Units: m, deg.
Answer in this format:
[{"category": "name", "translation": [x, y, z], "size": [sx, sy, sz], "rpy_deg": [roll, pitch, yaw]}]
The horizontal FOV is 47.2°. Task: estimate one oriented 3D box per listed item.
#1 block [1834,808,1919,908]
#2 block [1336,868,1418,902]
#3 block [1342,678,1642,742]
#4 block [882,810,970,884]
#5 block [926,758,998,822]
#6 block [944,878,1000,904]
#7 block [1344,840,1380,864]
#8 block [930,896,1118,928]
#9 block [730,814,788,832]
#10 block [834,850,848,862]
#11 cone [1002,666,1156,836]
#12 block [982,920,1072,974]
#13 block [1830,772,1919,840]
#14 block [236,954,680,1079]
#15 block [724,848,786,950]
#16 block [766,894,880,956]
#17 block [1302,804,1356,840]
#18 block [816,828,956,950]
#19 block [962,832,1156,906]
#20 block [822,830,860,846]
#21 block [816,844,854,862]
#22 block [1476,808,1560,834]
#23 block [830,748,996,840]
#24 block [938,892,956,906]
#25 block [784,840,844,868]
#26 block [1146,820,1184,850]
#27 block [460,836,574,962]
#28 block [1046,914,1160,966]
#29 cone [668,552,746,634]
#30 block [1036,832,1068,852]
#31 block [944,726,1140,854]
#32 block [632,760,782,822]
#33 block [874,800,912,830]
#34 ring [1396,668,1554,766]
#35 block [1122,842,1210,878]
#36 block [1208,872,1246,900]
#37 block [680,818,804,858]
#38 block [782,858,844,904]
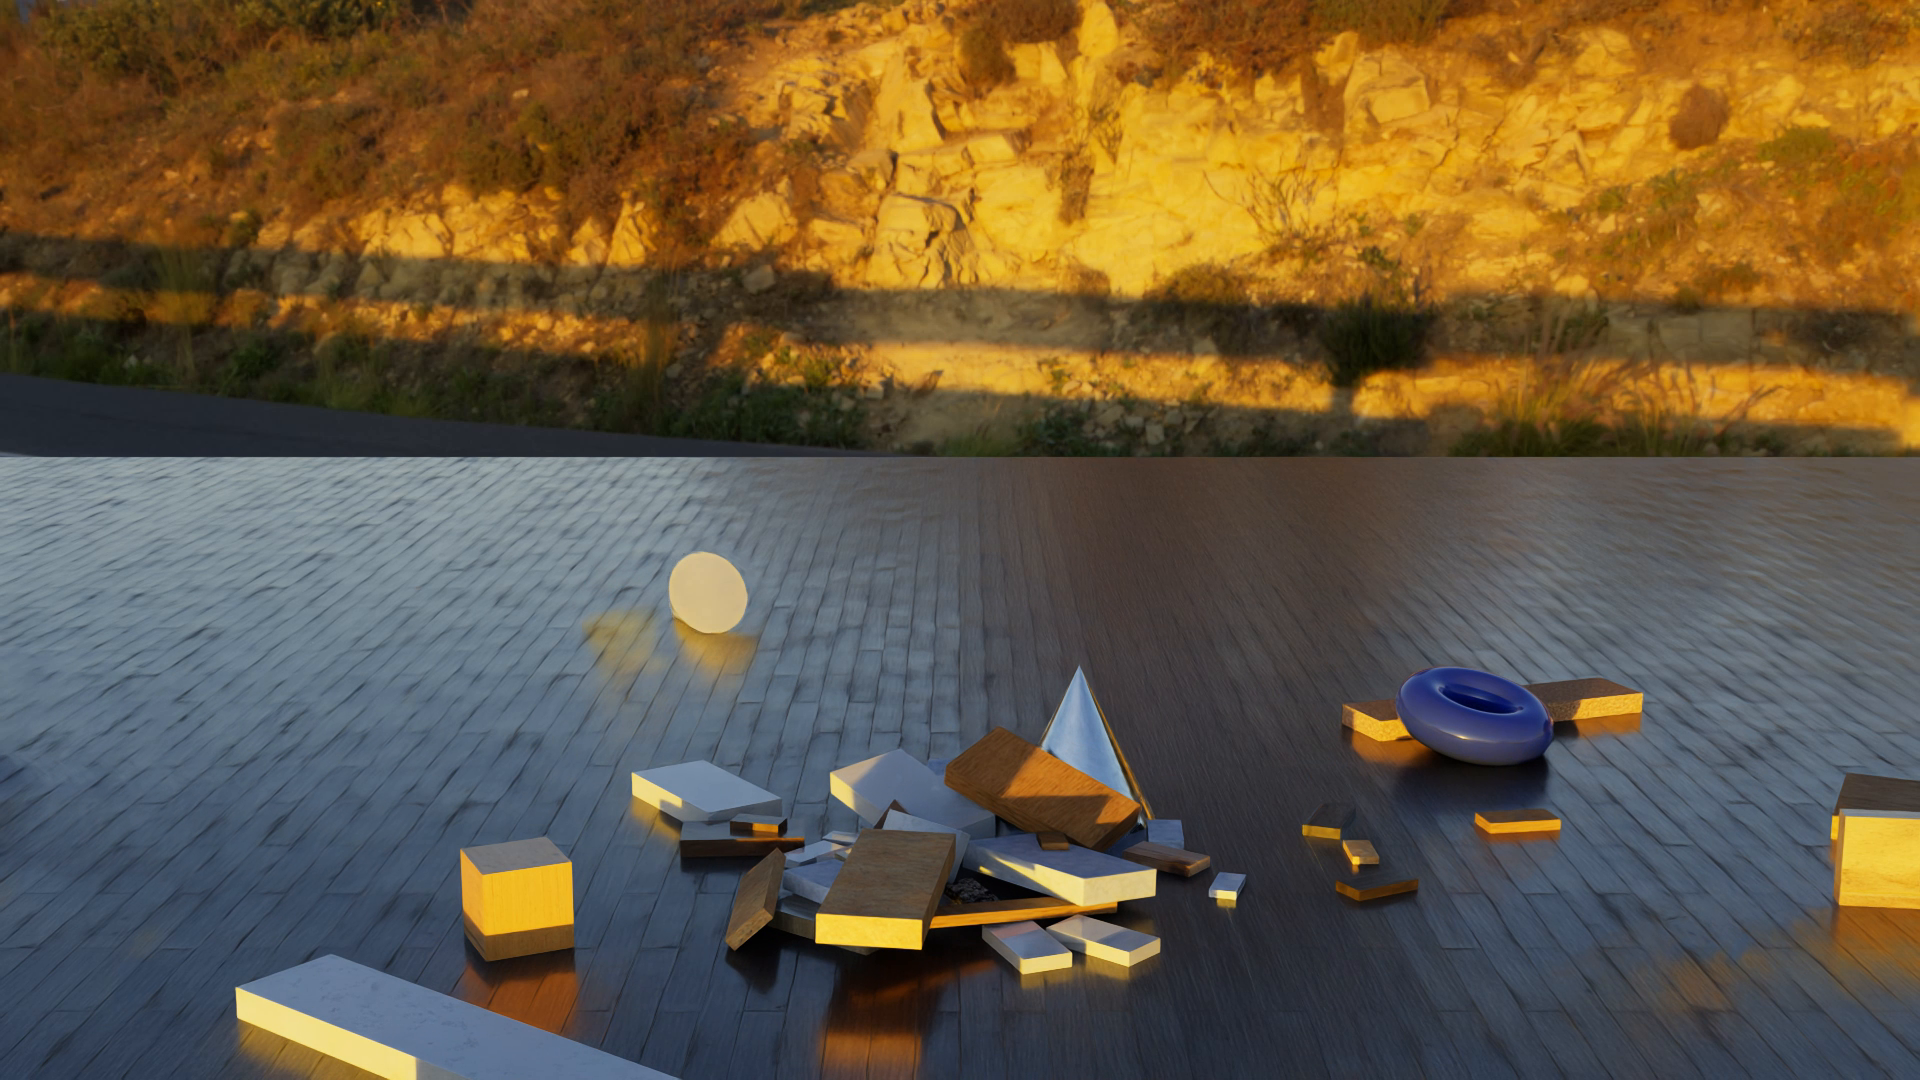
[{"category": "block", "translation": [1.598, 0.526, 3.599], "size": [0.303, 0.152, 0.043], "rpy_deg": [2, 11, 9]}, {"category": "block", "translation": [0.699, 0.578, 3.687], "size": [0.124, 0.018, 0.062], "rpy_deg": [-6, 12, -28]}, {"category": "block", "translation": [1.157, 0.364, 4.767], "size": [0.662, 0.043, 0.152], "rpy_deg": [-4, 11, -21]}, {"category": "block", "translation": [-0.067, 0.525, 3.772], "size": [0.177, 0.089, 0.025], "rpy_deg": [10, -14, 44]}, {"category": "block", "translation": [0.002, 0.478, 4.151], "size": [0.153, 0.043, 0.307], "rpy_deg": [1, 11, 5]}, {"category": "block", "translation": [0.034, 0.586, 3.548], "size": [0.057, 0.016, 0.113], "rpy_deg": [-11, 34, -45]}, {"category": "block", "translation": [0.704, 0.548, 3.861], "size": [0.046, 0.013, 0.092], "rpy_deg": [0, 11, -1]}, {"category": "block", "translation": [0.037, 0.589, 3.473], "size": [0.456, 0.018, 0.062], "rpy_deg": [0, 5, -27]}, {"category": "block", "translation": [-0.360, 0.505, 3.925], "size": [0.092, 0.013, 0.046], "rpy_deg": [3, 11, 16]}, {"category": "block", "translation": [-0.160, 0.565, 3.647], "size": [0.016, 0.057, 0.159], "rpy_deg": [-7, 13, -33]}, {"category": "cone", "translation": [0.219, 0.371, 4.063], "size": [0.287, 0.287, 0.287], "rpy_deg": [0, 11, 0]}, {"category": "block", "translation": [0.103, 0.627, 3.404], "size": [0.081, 0.023, 0.162], "rpy_deg": [-4, 11, -22]}, {"category": "block", "translation": [1.700, 0.497, 4.050], "size": [0.152, 0.043, 0.303], "rpy_deg": [5, 12, 26]}, {"category": "block", "translation": [-0.618, 0.702, 2.936], "size": [0.927, 0.047, 0.165], "rpy_deg": [8, 13, 37]}, {"category": "block", "translation": [-0.328, 0.576, 3.549], "size": [0.081, 0.023, 0.291], "rpy_deg": [-41, 8, 7]}, {"category": "block", "translation": [-0.197, 0.606, 3.499], "size": [0.217, 0.031, 0.108], "rpy_deg": [8, 13, 37]}, {"category": "block", "translation": [0.676, 0.515, 4.023], "size": [0.068, 0.019, 0.136], "rpy_deg": [4, 11, 21]}, {"category": "block", "translation": [-0.110, 0.543, 3.460], "size": [0.157, 0.044, 0.462], "rpy_deg": [2, 9, 6]}, {"category": "block", "translation": [0.163, 0.548, 3.676], "size": [0.157, 0.044, 0.314], "rpy_deg": [-1, 5, -38]}, {"category": "block", "translation": [-0.195, 0.537, 3.921], "size": [0.092, 0.013, 0.046], "rpy_deg": [4, 11, 22]}, {"category": "block", "translation": [-0.150, 0.547, 3.751], "size": [0.177, 0.025, 0.089], "rpy_deg": [-2, 5, 41]}, {"category": "block", "translation": [1.021, 0.514, 4.025], "size": [0.136, 0.019, 0.068], "rpy_deg": [-2, 11, -10]}, {"category": "block", "translation": [-0.088, 0.476, 3.966], "size": [0.153, 0.043, 0.307], "rpy_deg": [-16, 27, -31]}, {"category": "block", "translation": [-0.069, 0.587, 3.617], "size": [0.089, 0.025, 0.177], "rpy_deg": [-6, 12, -30]}, {"category": "block", "translation": [-0.258, 0.551, 3.836], "size": [0.057, 0.016, 0.113], "rpy_deg": [9, 14, 42]}, {"category": "block", "translation": [0.368, 0.529, 3.948], "size": [0.062, 0.018, 0.124], "rpy_deg": [1, 11, 3]}, {"category": "block", "translation": [-0.694, 0.561, 3.446], "size": [0.139, 0.139, 0.139], "rpy_deg": [-5, 12, -26]}, {"category": "block", "translation": [0.222, 0.623, 3.427], "size": [0.162, 0.023, 0.081], "rpy_deg": [9, 14, 40]}, {"category": "cone", "translation": [-0.696, 0.167, 5.680], "size": [0.217, 0.217, 0.217], "rpy_deg": [-7, -14, -34]}, {"category": "block", "translation": [0.157, 0.514, 3.752], "size": [0.046, 0.013, 0.092], "rpy_deg": [2, 4, -4]}, {"category": "block", "translation": [0.145, 0.453, 3.913], "size": [0.314, 0.044, 0.157], "rpy_deg": [27, 39, 28]}, {"category": "block", "translation": [-0.478, 0.482, 4.133], "size": [0.153, 0.043, 0.307], "rpy_deg": [-7, 13, -34]}, {"category": "block", "translation": [-0.126, 0.506, 3.863], "size": [0.013, 0.092, 0.046], "rpy_deg": [31, 7, -42]}, {"category": "ring", "translation": [1.057, 0.361, 4.523], "size": [0.325, 0.108, 0.325], "rpy_deg": [8, 21, -3]}, {"category": "block", "translation": [0.357, 0.553, 3.816], "size": [0.136, 0.019, 0.068], "rpy_deg": [8, 13, 37]}, {"category": "block", "translation": [0.449, 0.580, 3.689], "size": [0.046, 0.013, 0.092], "rpy_deg": [3, 11, 17]}, {"category": "block", "translation": [-0.386, 0.529, 3.912], "size": [0.217, 0.031, 0.108], "rpy_deg": [-1, 11, -4]}, {"category": "block", "translation": [-0.177, 0.565, 3.553], "size": [0.108, 0.031, 0.217], "rpy_deg": [-6, 11, -41]}]
